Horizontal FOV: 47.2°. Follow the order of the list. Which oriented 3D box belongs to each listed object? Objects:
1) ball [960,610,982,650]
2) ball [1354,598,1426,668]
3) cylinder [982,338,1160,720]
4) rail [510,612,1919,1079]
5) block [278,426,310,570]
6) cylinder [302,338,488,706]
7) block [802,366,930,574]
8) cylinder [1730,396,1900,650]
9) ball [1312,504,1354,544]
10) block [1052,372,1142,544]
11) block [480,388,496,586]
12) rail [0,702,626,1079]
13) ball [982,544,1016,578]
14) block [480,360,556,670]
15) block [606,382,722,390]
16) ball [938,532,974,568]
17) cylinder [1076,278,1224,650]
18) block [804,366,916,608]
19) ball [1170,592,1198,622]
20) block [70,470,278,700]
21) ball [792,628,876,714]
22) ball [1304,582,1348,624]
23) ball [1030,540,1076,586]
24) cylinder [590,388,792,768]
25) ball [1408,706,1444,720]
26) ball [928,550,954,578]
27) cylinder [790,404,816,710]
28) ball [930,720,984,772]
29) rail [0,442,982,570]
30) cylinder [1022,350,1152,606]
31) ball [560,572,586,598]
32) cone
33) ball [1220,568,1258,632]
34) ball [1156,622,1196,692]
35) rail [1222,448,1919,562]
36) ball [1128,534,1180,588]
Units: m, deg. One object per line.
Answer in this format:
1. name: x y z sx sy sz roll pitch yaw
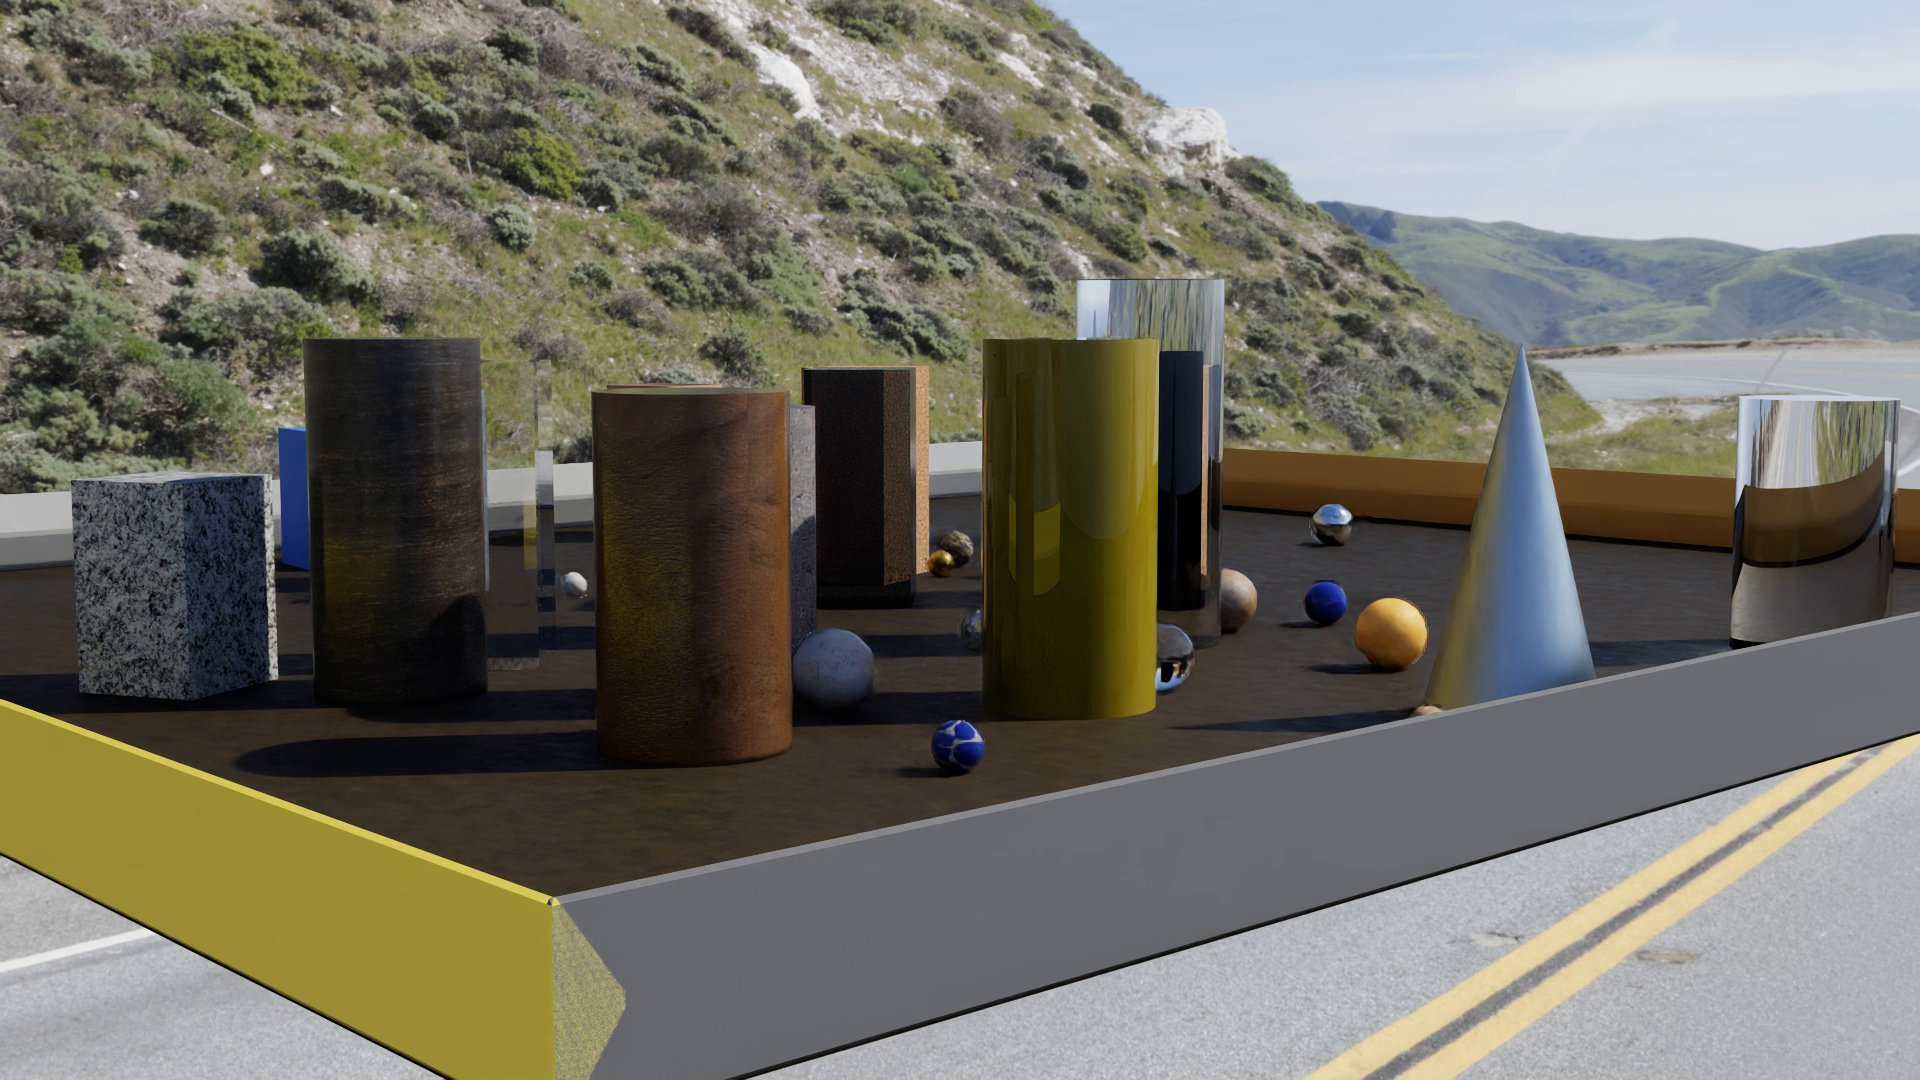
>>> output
1. ball: 0.025 0.119 2.899 0.051 0.051 0.051 0 6 0
2. ball: 0.537 0.116 2.743 0.088 0.088 0.088 0 6 0
3. cylinder: 0.124 -0.019 2.477 0.198 0.413 0.198 0 6 0
4. rail: 0.959 0.141 2.298 3.250 0.129 0.045 -5 8 -42
5. block: -1.090 -0.077 3.865 0.159 0.239 0.159 -4 7 -35
6. cylinder: -0.654 -0.027 2.556 0.198 0.413 0.198 0 6 0
7. block: -0.159 -0.117 3.717 0.159 0.350 0.159 3 7 25
8. cylinder: 1.120 -0.021 2.884 0.198 0.331 0.198 0 6 0
9. ball: 0.711 -0.030 4.192 0.079 0.079 0.079 0 6 0
10. block: 0.265 -0.162 4.263 0.159 0.326 0.159 0 6 -1
11. block: -0.857 -0.089 3.594 0.159 0.319 0.159 -2 6 -22
12. rail: -1.177 0.146 2.252 0.045 0.129 2.877 -5 8 -42
13. ball: 0.065 0.036 3.667 0.056 0.056 0.056 0 6 0
14. block: -0.606 -0.036 2.789 0.159 0.381 0.159 0 6 -3
15. block: -0.583 -0.157 4.351 0.159 0.299 0.159 4 7 33
16. ball: -0.008 0.016 3.830 0.063 0.063 0.063 0 6 0
17. cylinder: 0.253 -0.105 2.950 0.198 0.485 0.198 0 6 0
18. block: -0.151 -0.084 3.372 0.159 0.357 0.159 0 6 2
19. ball: 0.321 0.097 3.147 0.043 0.043 0.043 0 6 0
20. block: -0.929 0.050 2.608 0.159 0.249 0.159 2 6 20
21. ball: -0.140 0.145 2.438 0.094 0.094 0.094 0 6 0
22. ball: 0.520 0.090 3.130 0.061 0.061 0.061 0 6 0
23. ball: 0.150 0.037 3.563 0.075 0.075 0.075 0 6 0
24. cylinder: -0.270 0.031 2.228 0.198 0.364 0.198 0 6 0
25. ball: 0.479 0.191 2.249 0.043 0.043 0.043 0 6 0
26. ball: -0.032 0.040 3.680 0.046 0.046 0.046 0 6 0
27. cylinder: -0.263 0.017 2.503 0.198 0.336 0.198 0 6 0
28. ball: -0.003 0.199 2.127 0.051 0.051 0.051 0 6 0
29. rail: -0.959 -0.074 4.366 3.250 0.129 0.045 -5 8 -42
30. cylinder: 0.197 -0.101 3.406 0.198 0.382 0.198 0 6 0
31. ball: -0.599 0.071 3.408 0.041 0.041 0.041 0 6 0
32. cone: 0.603 -0.008 2.380 0.198 0.412 0.198 0 6 0
33. ball: 0.371 0.084 3.062 0.087 0.087 0.087 0 6 0
34. ball: 0.235 0.137 2.581 0.081 0.081 0.081 0 6 0
35. rail: 1.177 -0.079 4.412 0.045 0.129 2.877 -5 8 -42
36. ball: 0.313 0.034 3.544 0.085 0.085 0.085 0 6 0
